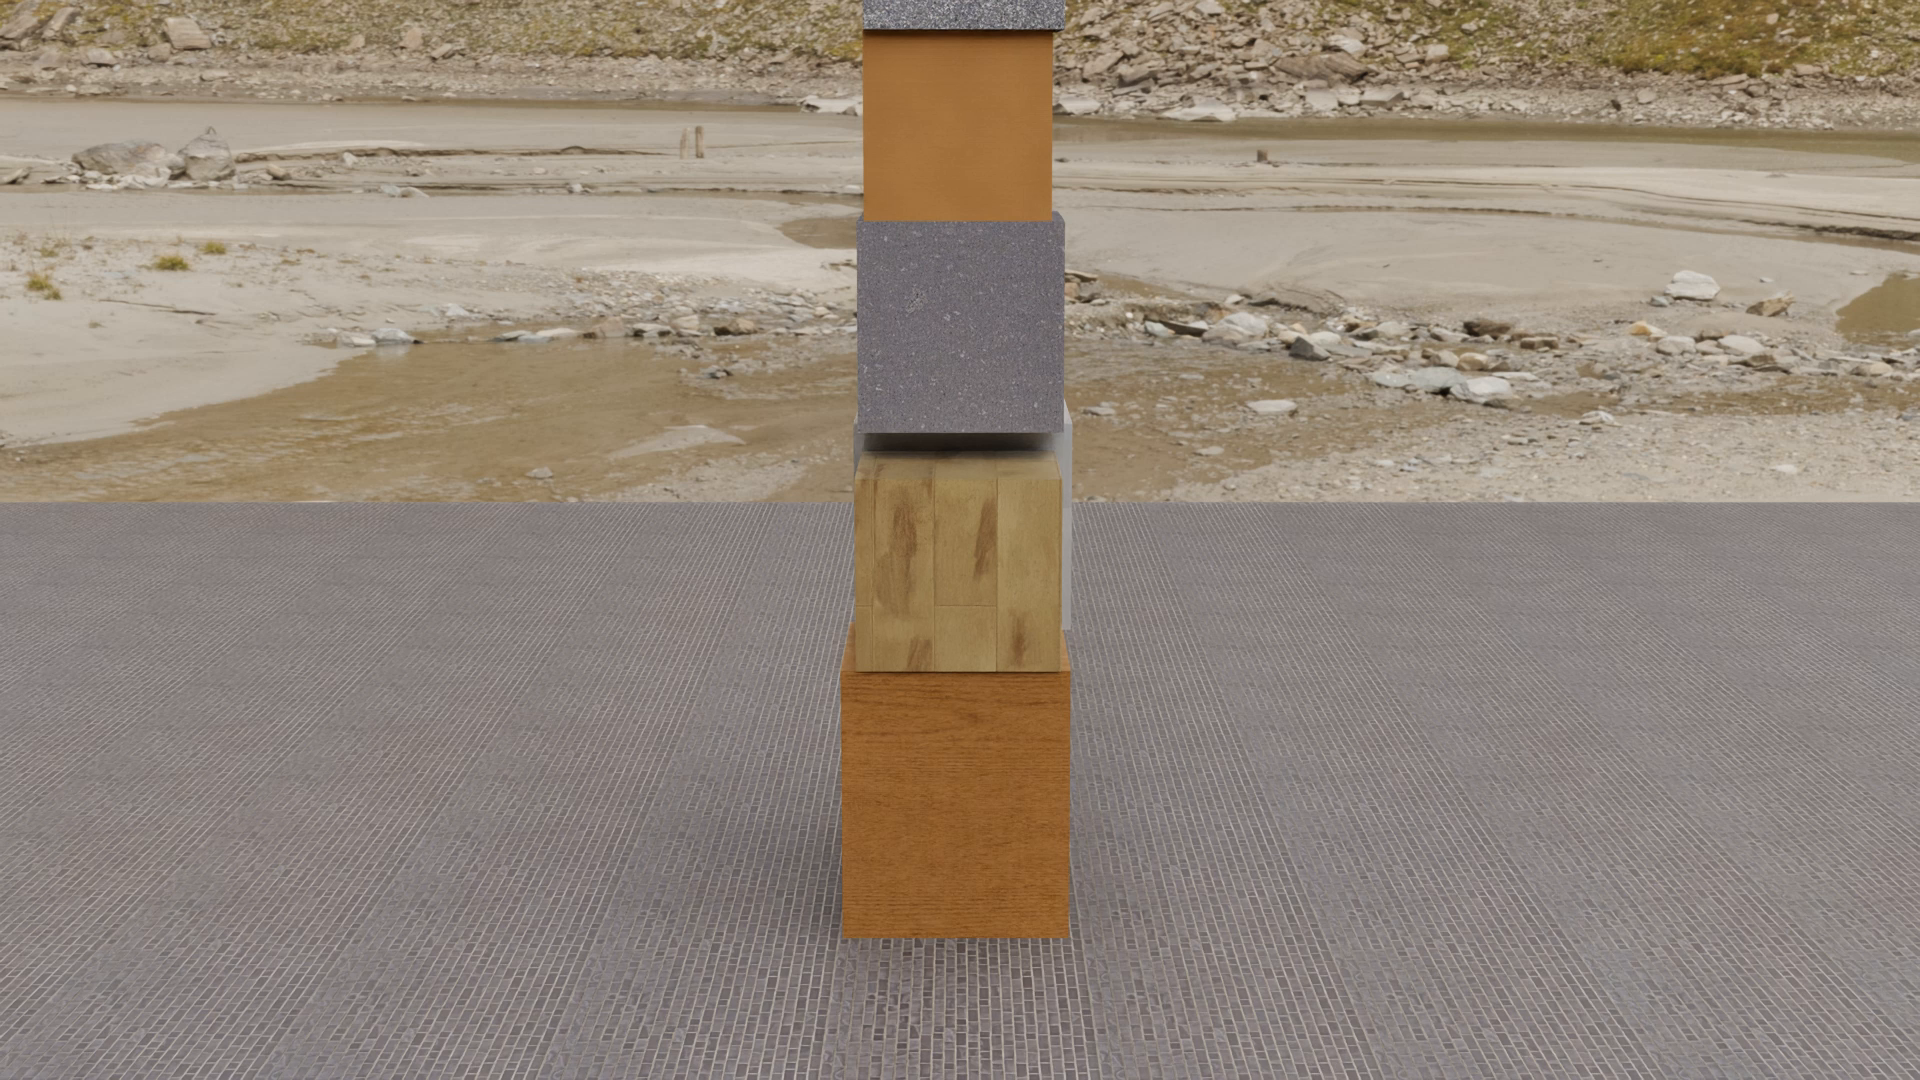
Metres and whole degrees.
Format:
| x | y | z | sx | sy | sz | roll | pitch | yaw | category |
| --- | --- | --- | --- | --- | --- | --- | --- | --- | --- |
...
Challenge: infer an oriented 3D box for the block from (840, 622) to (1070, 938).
| x | y | z | sx | sy | sz | roll | pitch | yaw | category |
| --- | --- | --- | --- | --- | --- | --- | --- | --- | --- |
| -0.017 | 0.999 | 10.917 | 0.929 | 1.129 | 0.942 | 0 | 10 | 0 | block |

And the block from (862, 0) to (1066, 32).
| x | y | z | sx | sy | sz | roll | pitch | yaw | category |
| --- | --- | --- | --- | --- | --- | --- | --- | --- | --- |
| 0.017 | -2.489 | 10.732 | 0.816 | 0.706 | 0.868 | 0 | 10 | 0 | block |

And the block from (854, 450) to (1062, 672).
| x | y | z | sx | sy | sz | roll | pitch | yaw | category |
| --- | --- | --- | --- | --- | --- | --- | --- | --- | --- |
| -0.006 | 0.075 | 10.653 | 0.828 | 0.784 | 0.780 | 0 | 10 | 0 | block |

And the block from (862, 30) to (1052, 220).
| x | y | z | sx | sy | sz | roll | pitch | yaw | category |
| --- | --- | --- | --- | --- | --- | --- | --- | --- | --- |
| -0.009 | -1.761 | 10.863 | 0.773 | 0.773 | 0.776 | 0 | 10 | 0 | block |

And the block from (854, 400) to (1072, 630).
| x | y | z | sx | sy | sz | roll | pitch | yaw | category |
| --- | --- | --- | --- | --- | --- | --- | --- | --- | --- |
| 0.012 | -0.148 | 11.556 | 0.936 | 0.900 | 1.054 | 0 | 10 | 0 | block |

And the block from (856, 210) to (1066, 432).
| x | y | z | sx | sy | sz | roll | pitch | yaw | category |
| --- | --- | --- | --- | --- | --- | --- | --- | --- | --- |
| 0.003 | -0.951 | 11.009 | 0.856 | 0.874 | 0.837 | 0 | 10 | 0 | block |
